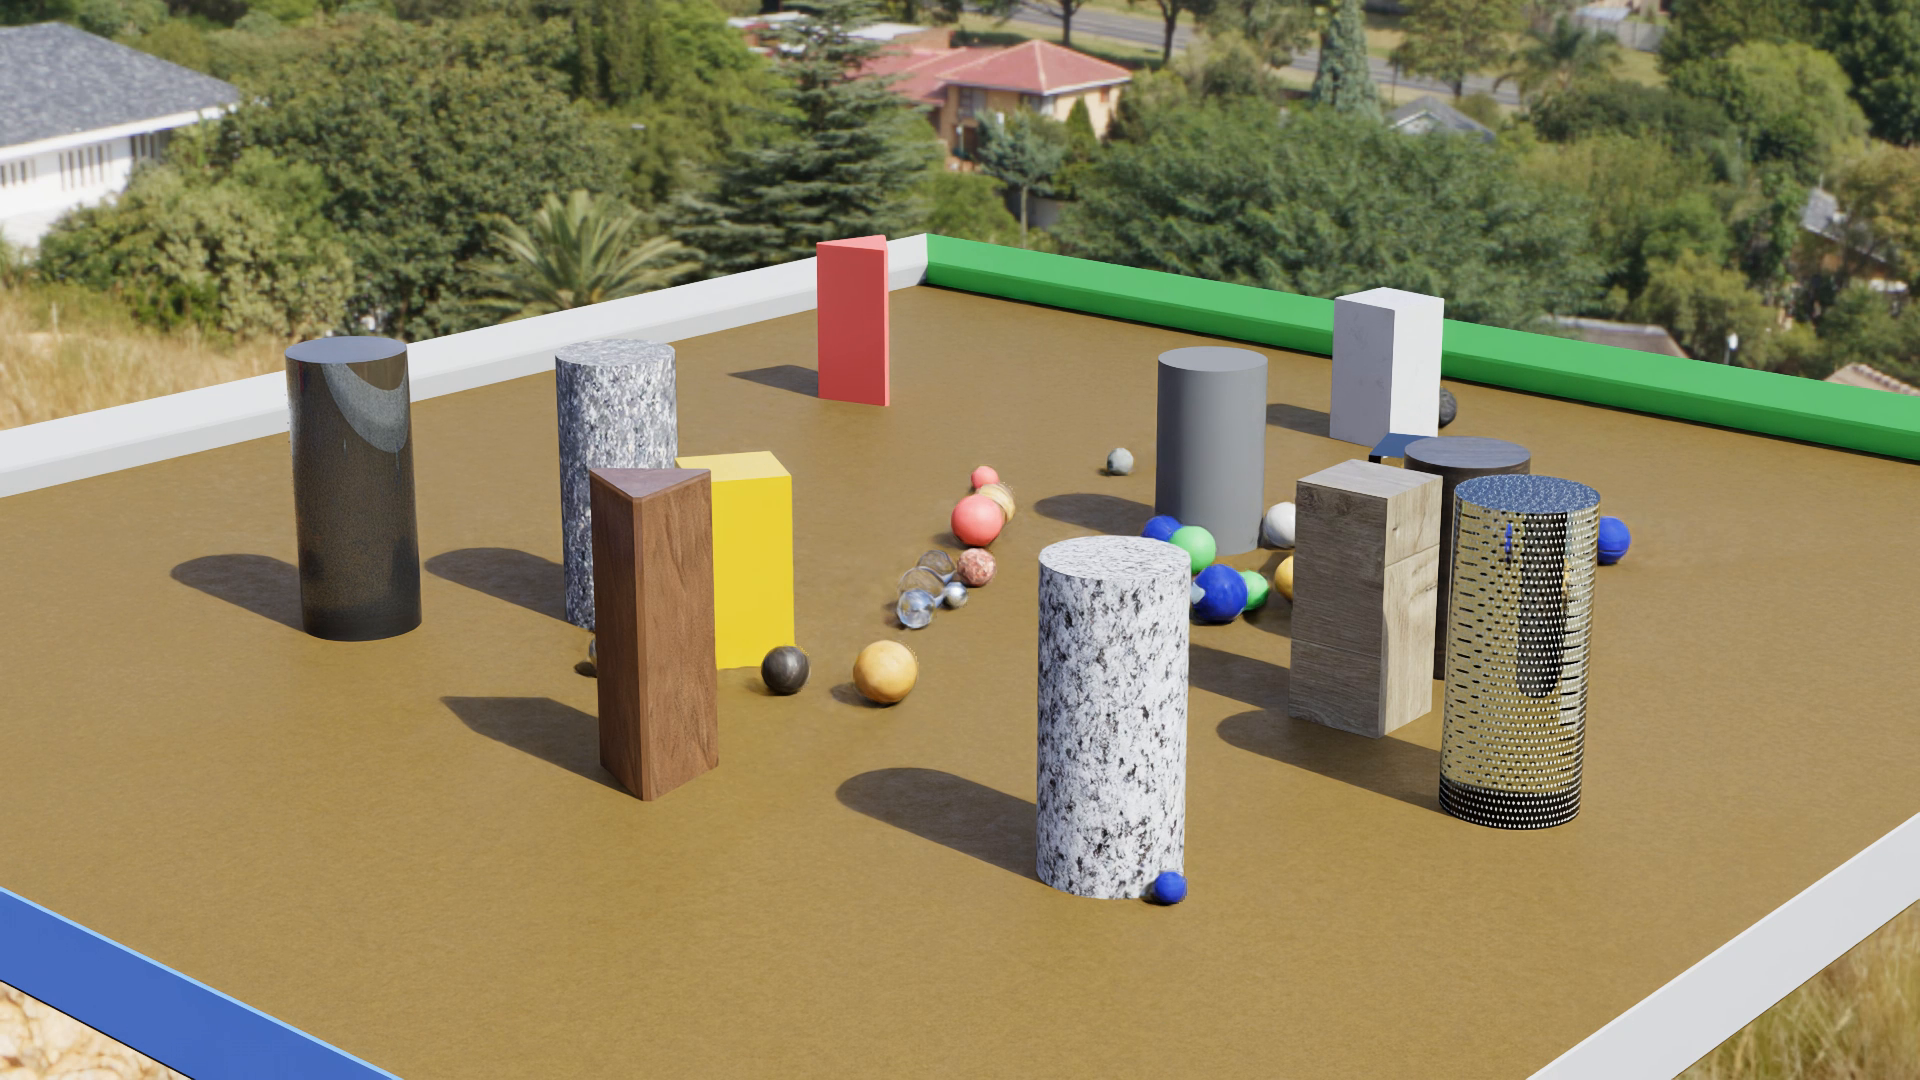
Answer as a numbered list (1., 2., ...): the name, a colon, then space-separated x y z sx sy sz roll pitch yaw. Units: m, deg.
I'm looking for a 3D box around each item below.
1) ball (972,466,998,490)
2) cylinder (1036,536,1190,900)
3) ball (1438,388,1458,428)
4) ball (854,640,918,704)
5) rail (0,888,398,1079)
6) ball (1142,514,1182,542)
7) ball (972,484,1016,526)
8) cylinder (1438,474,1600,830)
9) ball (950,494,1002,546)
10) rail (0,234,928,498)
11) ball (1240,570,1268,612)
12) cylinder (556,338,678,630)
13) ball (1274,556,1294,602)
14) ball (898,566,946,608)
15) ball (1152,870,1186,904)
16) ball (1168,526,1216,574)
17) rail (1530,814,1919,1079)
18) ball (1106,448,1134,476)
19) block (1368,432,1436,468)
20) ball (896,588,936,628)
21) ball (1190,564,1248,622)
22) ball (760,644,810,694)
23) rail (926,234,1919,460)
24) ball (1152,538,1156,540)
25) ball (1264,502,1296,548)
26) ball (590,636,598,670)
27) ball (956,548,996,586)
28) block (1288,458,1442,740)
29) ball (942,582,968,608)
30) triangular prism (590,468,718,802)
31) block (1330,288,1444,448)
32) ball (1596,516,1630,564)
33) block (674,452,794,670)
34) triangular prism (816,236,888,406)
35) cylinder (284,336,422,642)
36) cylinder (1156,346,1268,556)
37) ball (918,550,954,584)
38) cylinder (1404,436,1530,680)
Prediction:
1. ball: 0.049 -0.118 5.756 0.054 0.054 0.054 0 17 0
2. cylinder: 0.203 0.235 3.910 0.200 0.443 0.200 0 17 0
3. ball: 1.017 -0.282 6.244 0.086 0.086 0.086 0 17 0
4. ball: -0.117 0.207 4.596 0.100 0.100 0.100 0 17 0
5. rail: -1.272 0.455 3.717 3.646 0.130 0.045 14 22 39
6. ball: 0.370 -0.006 5.342 0.079 0.079 0.079 0 17 0
7. ball: 0.062 -0.064 5.518 0.087 0.087 0.087 0 17 0
8. cylinder: 0.787 0.157 4.135 0.200 0.462 0.200 0 17 0
9. ball: 0.031 -0.036 5.409 0.096 0.096 0.096 0 17 0
10. rail: -1.359 -0.308 6.249 0.045 0.130 3.928 14 22 39
11. ball: 0.497 0.088 5.045 0.069 0.069 0.069 0 17 0
12. cylinder: -0.576 -0.094 4.969 0.200 0.461 0.200 0 17 0
13. ball: 0.588 0.068 5.083 0.085 0.085 0.085 0 17 0
14. ball: -0.066 0.086 5.031 0.081 0.081 0.081 0 17 0
15. ball: 0.275 0.457 3.862 0.043 0.043 0.043 0 17 0
16. ball: 0.415 0.017 5.248 0.088 0.088 0.088 0 17 0
17. rail: 1.359 0.373 3.990 0.045 0.130 3.928 14 22 39
18. ball: 0.321 -0.157 5.882 0.055 0.055 0.055 0 17 0
19. block: 0.799 -0.029 5.083 0.160 0.271 0.160 6 18 19
20. ball: -0.074 0.115 4.959 0.066 0.066 0.066 0 17 0
21. ball: 0.440 0.091 4.982 0.099 0.099 0.099 0 17 0
22. ball: -0.277 0.205 4.644 0.077 0.077 0.077 0 17 0
23. rail: 1.272 -0.390 6.523 3.646 0.130 0.045 14 22 39
24. ball: 0.340 0.033 5.221 0.072 0.072 0.072 0 17 0
25. ball: 0.601 -0.028 5.403 0.084 0.084 0.084 0 17 0
26. ball: -0.555 0.179 4.718 0.083 0.083 0.083 0 17 0
27. ball: 0.028 0.048 5.181 0.068 0.068 0.068 0 17 0
28. block: 0.622 0.088 4.505 0.160 0.380 0.160 13 21 37
29. ball: -0.009 0.095 5.061 0.046 0.046 0.046 0 17 0
30. triangular prism: -0.468 0.126 4.252 0.150 0.454 0.173 10 19 30
31. block: 0.891 -0.358 6.128 0.160 0.299 0.160 -15 22 -41
32. ball: 1.170 -0.001 5.308 0.087 0.087 0.087 0 17 0
33. block: -0.369 0.033 4.800 0.160 0.316 0.160 -5 17 -15
34. triangular prism: -0.204 -0.490 6.484 0.173 0.347 0.150 8 19 25
35. cylinder: -1.016 -0.087 4.920 0.200 0.477 0.200 0 17 0
36. cylinder: 0.462 -0.165 5.404 0.200 0.347 0.200 0 17 0
37. ball: -0.043 0.050 5.174 0.066 0.066 0.066 0 17 0
38. cylinder: 0.812 0.029 4.744 0.200 0.355 0.200 0 17 0
